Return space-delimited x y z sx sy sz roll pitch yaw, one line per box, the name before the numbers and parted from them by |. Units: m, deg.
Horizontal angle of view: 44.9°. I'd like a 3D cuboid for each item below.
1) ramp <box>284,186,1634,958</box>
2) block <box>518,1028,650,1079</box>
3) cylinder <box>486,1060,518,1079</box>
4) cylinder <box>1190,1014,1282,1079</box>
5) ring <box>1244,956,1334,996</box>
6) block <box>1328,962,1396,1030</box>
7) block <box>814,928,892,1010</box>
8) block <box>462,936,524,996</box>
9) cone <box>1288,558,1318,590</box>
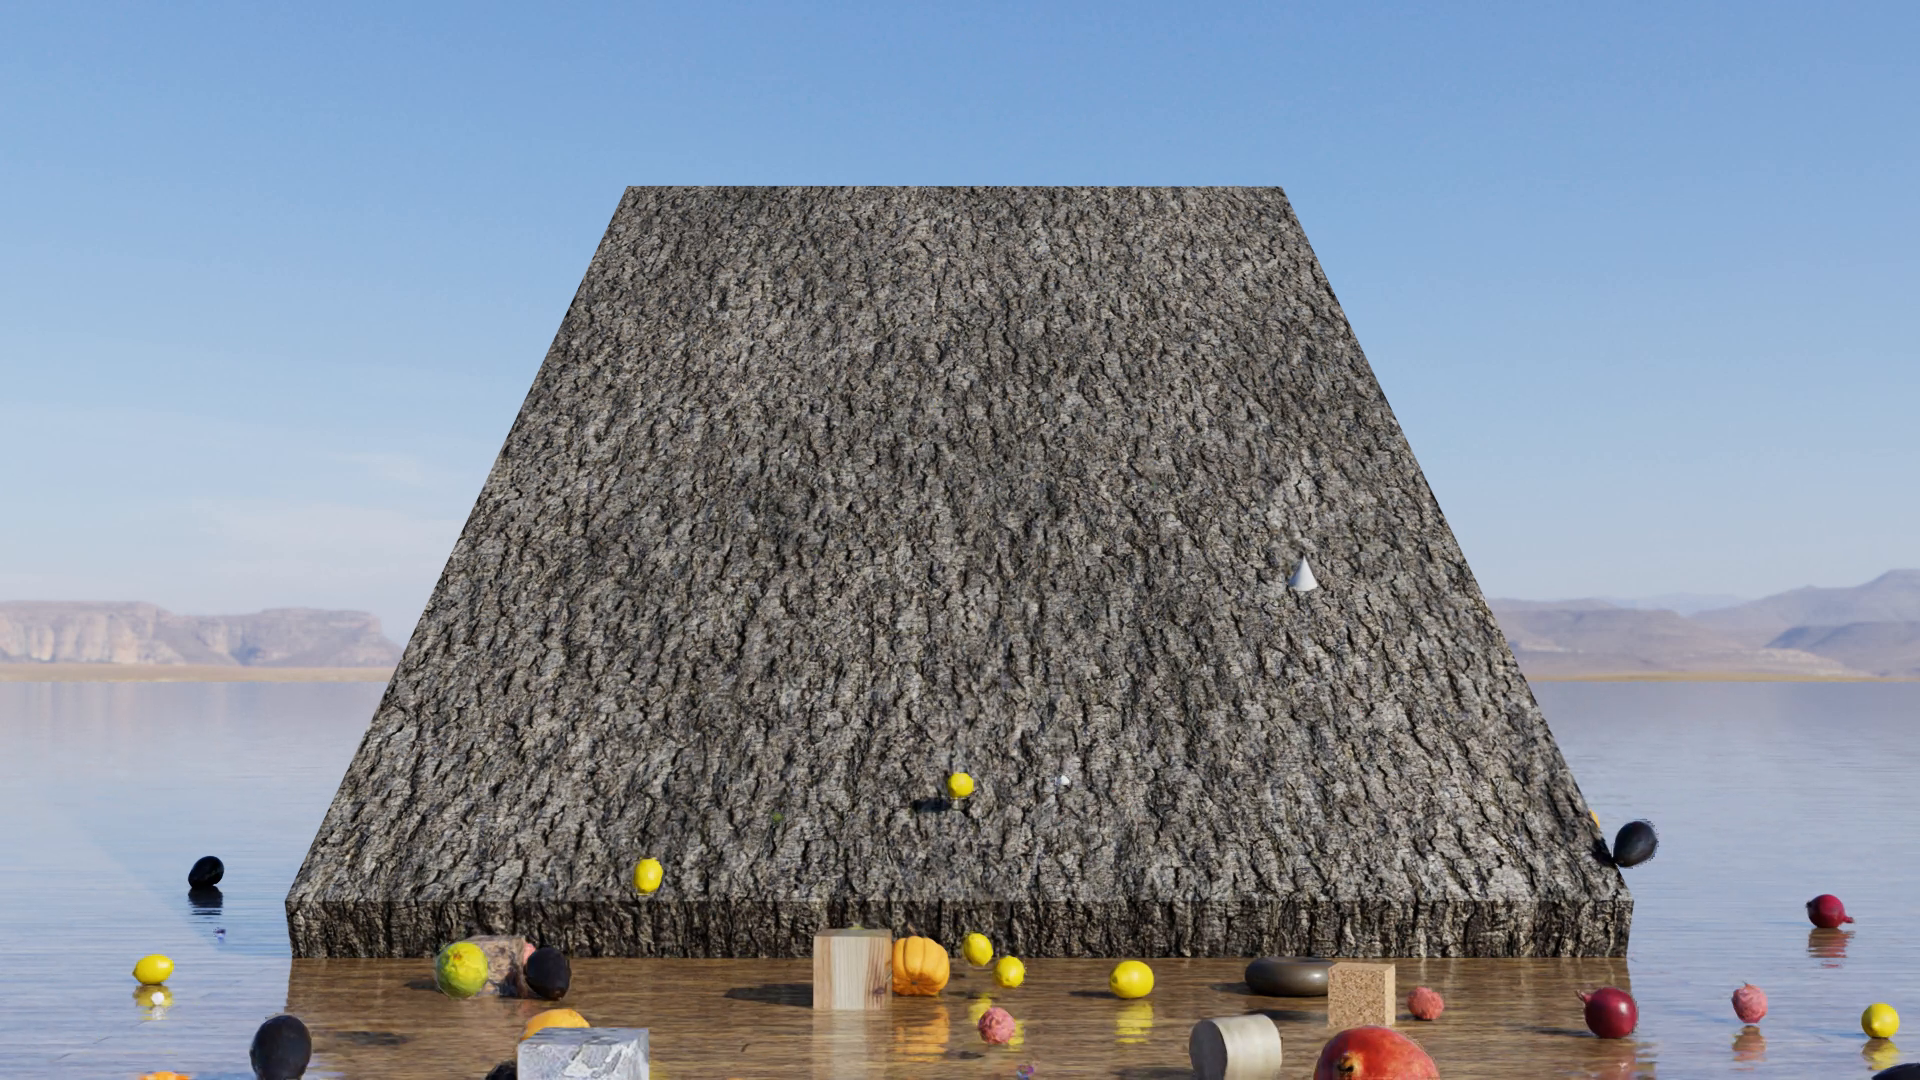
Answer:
ramp | -0.008 -0.228 5.293 2.000 0.100 4.000 0 24 0
block | -0.338 0.496 2.093 0.098 0.098 0.098 0 -3 3
cylinder | -0.416 0.524 2.201 0.054 0.054 0.054 2 -4 -32
cylinder | 0.286 0.529 2.410 0.069 0.069 0.069 1 -3 -28
ring | 0.447 0.583 3.108 0.130 0.043 0.130 0 -5 0
block | 0.489 0.554 2.826 0.069 0.069 0.069 -1 -4 20
block | -0.137 0.552 2.994 0.091 0.091 0.091 0 -3 4
block | -0.624 0.569 3.109 0.071 0.071 0.071 0 -3 -1
cone | 0.658 0.059 4.453 0.057 0.057 0.057 0 24 0
